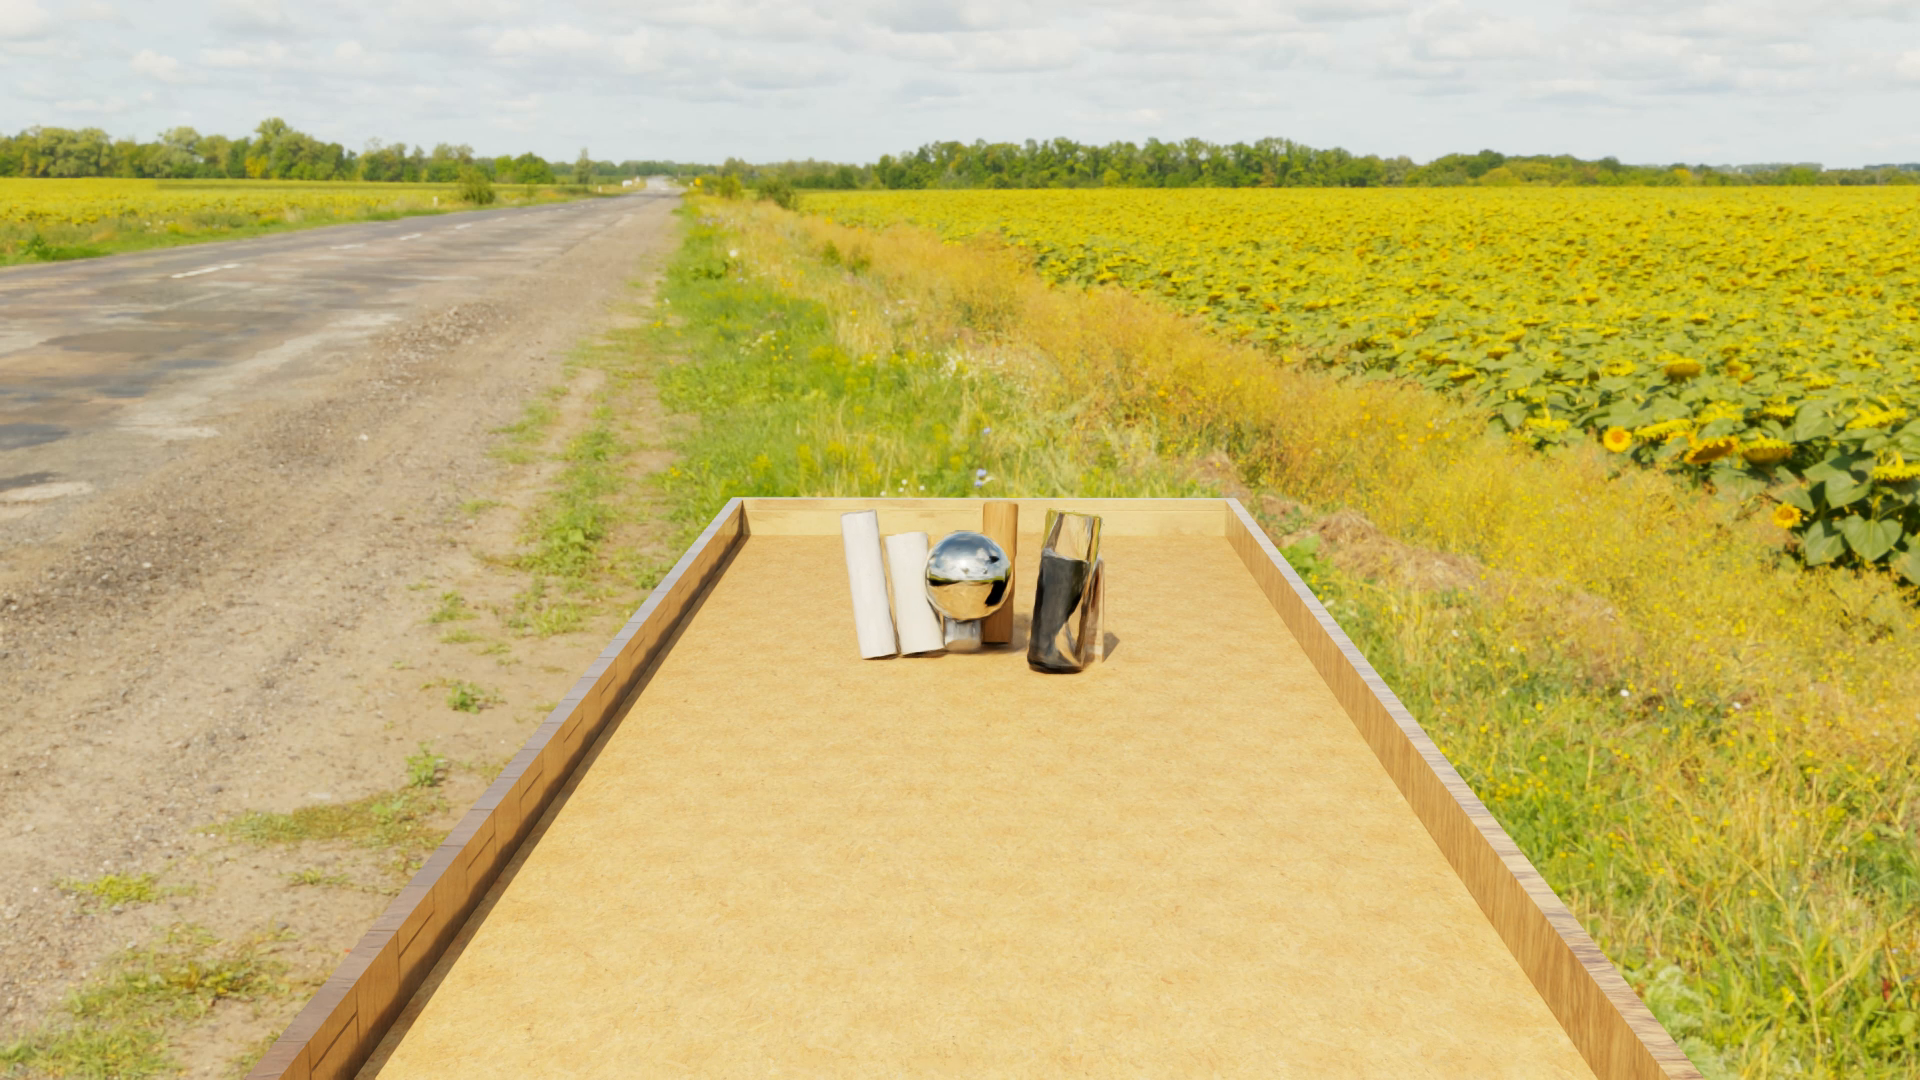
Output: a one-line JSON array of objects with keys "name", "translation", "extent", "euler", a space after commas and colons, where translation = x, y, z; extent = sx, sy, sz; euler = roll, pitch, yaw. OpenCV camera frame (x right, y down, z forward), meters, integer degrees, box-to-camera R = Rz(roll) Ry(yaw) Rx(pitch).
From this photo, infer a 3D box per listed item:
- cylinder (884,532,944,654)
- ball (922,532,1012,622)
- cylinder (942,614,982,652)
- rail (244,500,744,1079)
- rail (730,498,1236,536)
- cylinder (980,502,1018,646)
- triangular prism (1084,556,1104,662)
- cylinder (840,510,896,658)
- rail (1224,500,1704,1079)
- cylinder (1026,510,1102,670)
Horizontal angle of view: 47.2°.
[{"name": "cylinder", "translation": [-0.141, 0.163, 6.751], "extent": [0.135, 0.362, 0.135], "euler": [-9, -4, -1]}, {"name": "ball", "translation": [0.022, 0.111, 6.638], "extent": [0.274, 0.274, 0.274], "euler": [0, 9, 0]}, {"name": "cylinder", "translation": [0.000, 0.188, 6.815], "extent": [0.115, 0.303, 0.115], "euler": [-3, -25, -1]}, {"name": "rail", "translation": [-1.004, 0.839, 3.234], "extent": [0.050, 0.150, 12.000], "euler": [0, 9, 1]}, {"name": "rail", "translation": [0.099, -0.098, 9.147], "extent": [2.100, 0.150, 0.050], "euler": [0, 9, 1]}, {"name": "cylinder", "translation": [0.118, 0.106, 6.896], "extent": [0.111, 0.438, 0.111], "euler": [3, -7, 0]}, {"name": "triangular prism", "translation": [0.390, 0.204, 6.720], "extent": [0.140, 0.314, 0.121], "euler": [3, 10, 21]}, {"name": "cylinder", "translation": [-0.281, 0.134, 6.721], "extent": [0.114, 0.438, 0.114], "euler": [-8, 3, 0]}, {"name": "rail", "translation": [1.046, 0.843, 3.208], "extent": [0.050, 0.150, 12.000], "euler": [0, 9, 1]}, {"name": "cylinder", "translation": [0.312, 0.149, 6.548], "extent": [0.169, 0.455, 0.169], "euler": [7, 3, 0]}]
